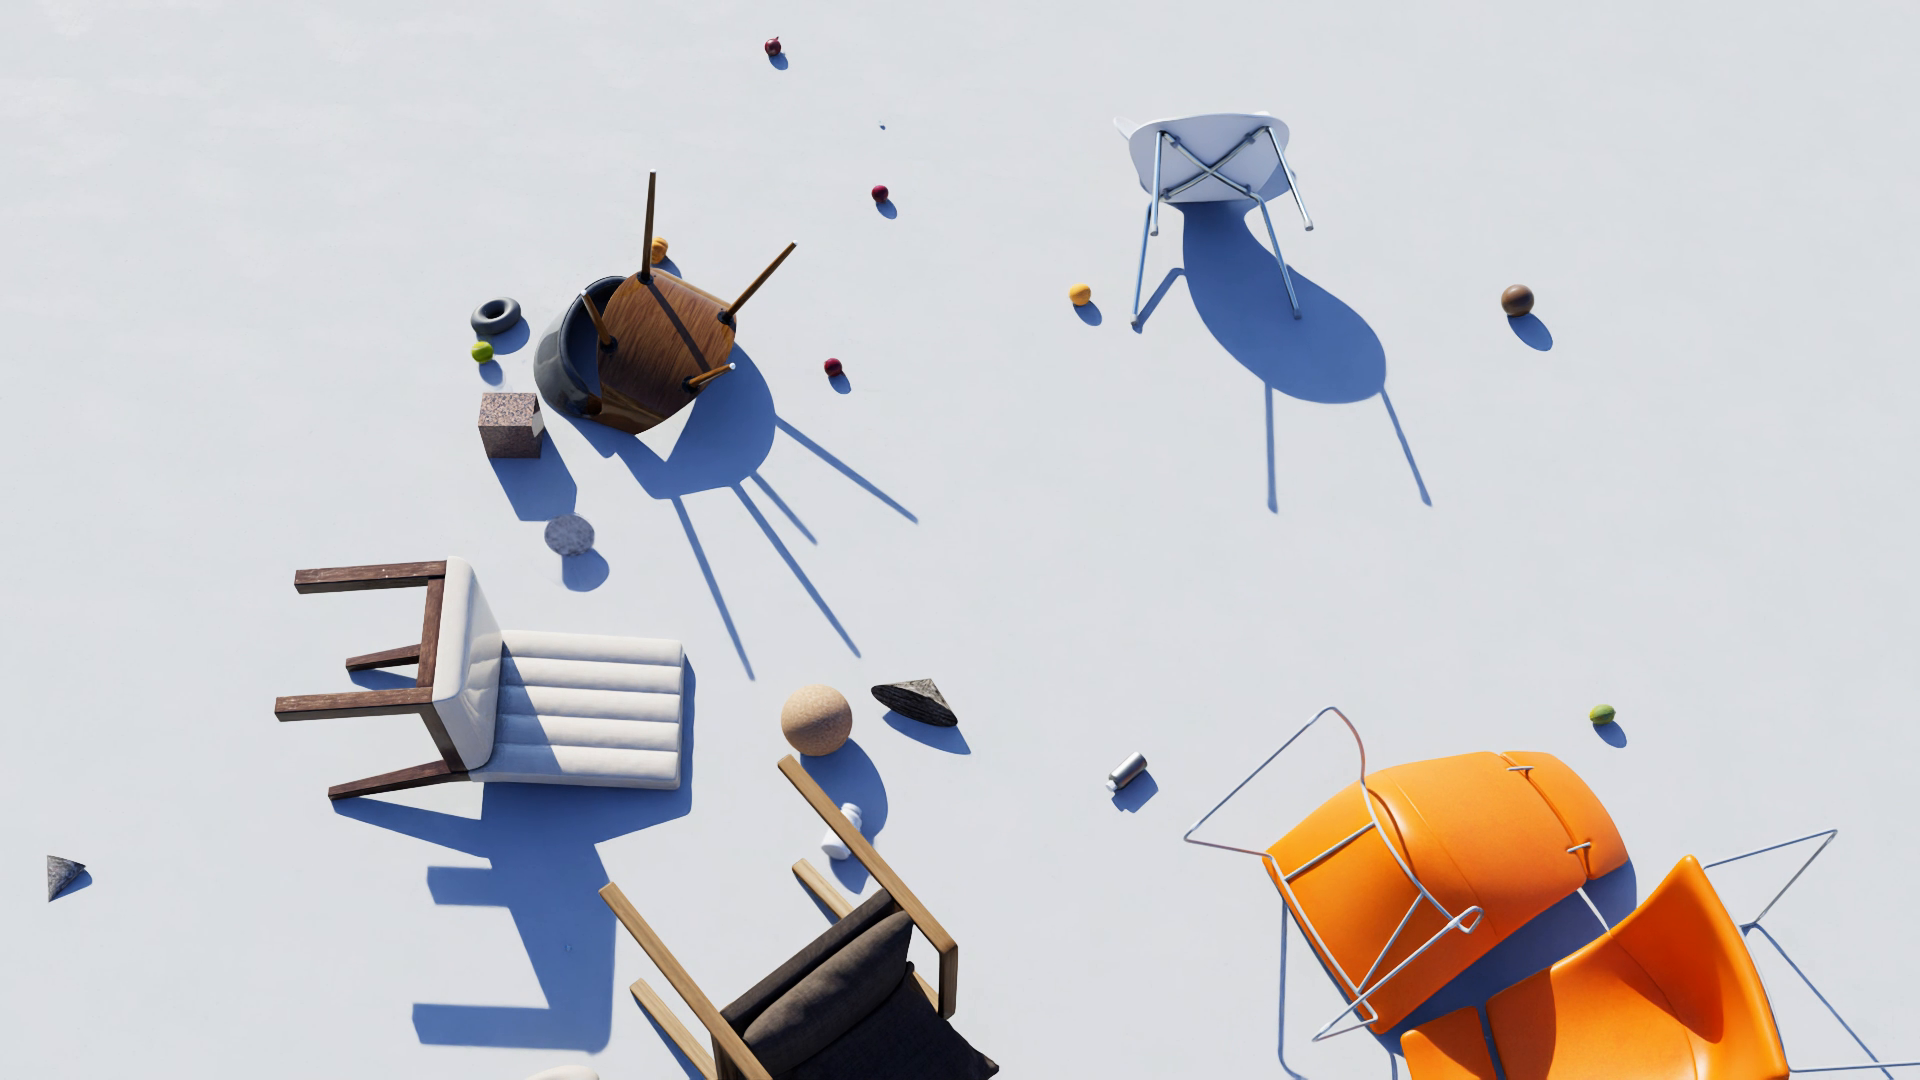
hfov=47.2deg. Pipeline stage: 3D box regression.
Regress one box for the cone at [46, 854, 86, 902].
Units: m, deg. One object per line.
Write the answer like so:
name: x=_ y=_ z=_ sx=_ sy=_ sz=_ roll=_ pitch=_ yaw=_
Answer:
cone: x=-2.438 y=0.923 z=5.941 sx=0.117 sy=0.046 sz=0.122 roll=13 pitch=68 yaw=7

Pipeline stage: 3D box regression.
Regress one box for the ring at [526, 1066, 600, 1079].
ring: x=-1.073 y=1.447 z=5.556 sx=0.360 sy=0.079 sz=0.180 roll=-29 pitch=60 yaw=-17

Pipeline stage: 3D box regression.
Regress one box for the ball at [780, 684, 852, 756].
ball: x=-0.398 y=0.501 z=6.117 sx=0.200 sy=0.200 sz=0.200 roll=0 pitch=56 yaw=0

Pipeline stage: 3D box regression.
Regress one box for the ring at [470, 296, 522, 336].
ring: x=-1.481 y=-0.714 z=7.017 sx=0.168 sy=0.063 sz=0.120 roll=-27 pitch=62 yaw=-16

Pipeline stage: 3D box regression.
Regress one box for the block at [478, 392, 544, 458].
block: x=-1.368 y=-0.349 z=6.708 sx=0.161 sy=0.166 sz=0.126 roll=0 pitch=56 yaw=0

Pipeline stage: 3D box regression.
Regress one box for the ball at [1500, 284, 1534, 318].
ball: x=1.781 y=-0.765 z=7.023 sx=0.106 sy=0.106 sz=0.106 roll=0 pitch=56 yaw=0

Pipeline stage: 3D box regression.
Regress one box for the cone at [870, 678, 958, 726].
cone: x=-0.107 y=0.432 z=6.255 sx=0.267 sy=0.100 sz=0.135 roll=20 pitch=38 yaw=10

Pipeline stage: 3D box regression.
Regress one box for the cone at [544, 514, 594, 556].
cone: x=-1.179 y=-0.039 z=6.562 sx=0.156 sy=0.133 sz=0.133 roll=24 pitch=12 yaw=-30
